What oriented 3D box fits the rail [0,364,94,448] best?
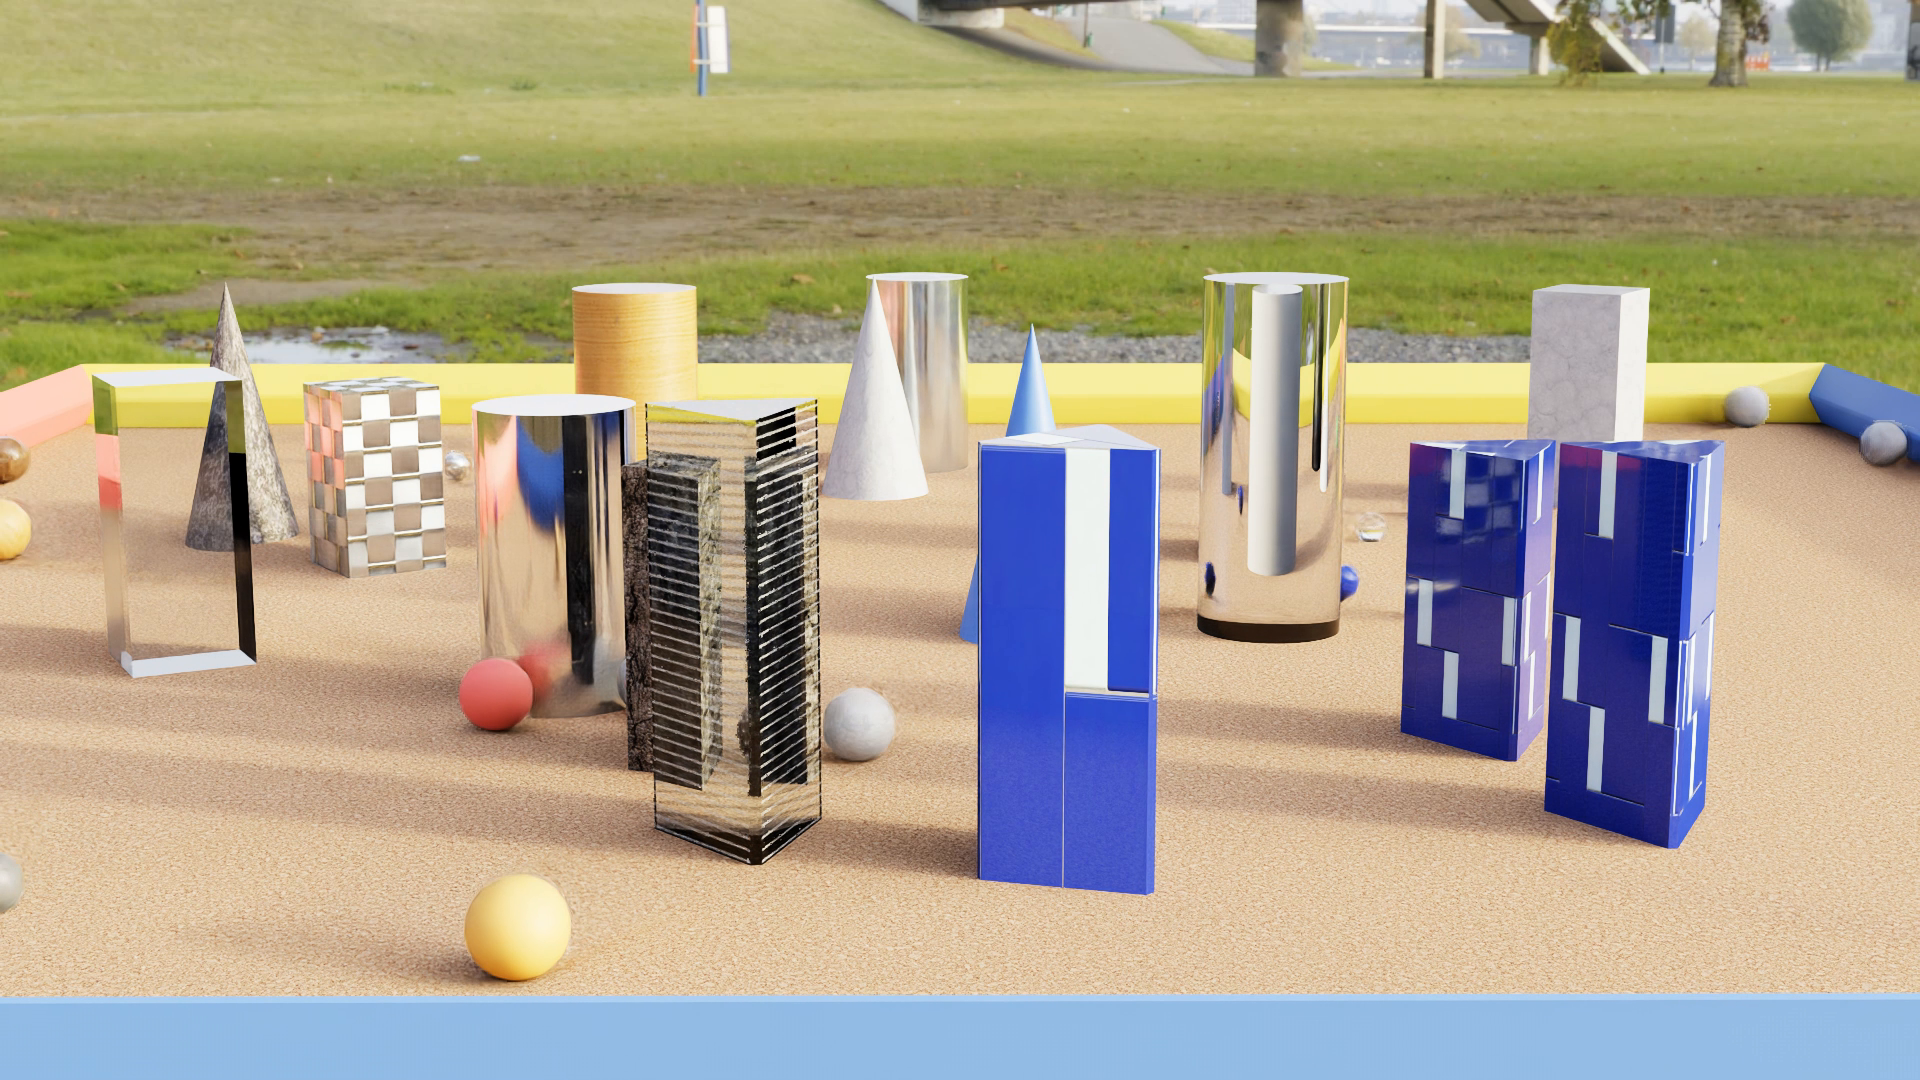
[{"bbox_3d":[-1.743,0.033,3.440,0.045,0.119,3.571,0,11,0],"label":"rail"}]

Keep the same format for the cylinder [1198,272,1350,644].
[{"bbox_3d":[0.400,-0.109,3.292,0.184,0.454,0.184,0,11,0],"label":"cylinder"}]

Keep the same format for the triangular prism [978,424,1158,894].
[{"bbox_3d":[0.111,0.102,2.320,0.159,0.397,0.138,3,11,16],"label":"triangular prism"}]

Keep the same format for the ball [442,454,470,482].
[{"bbox_3d":[-0.883,-0.128,4.492,0.049,0.049,0.049,0,11,0],"label":"ball"}]

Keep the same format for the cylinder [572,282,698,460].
[{"bbox_3d":[-0.484,-0.182,3.852,0.184,0.392,0.184,0,11,0],"label":"cylinder"}]

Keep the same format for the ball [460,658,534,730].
[{"bbox_3d":[-0.509,0.170,2.821,0.079,0.079,0.079,0,11,0],"label":"ball"}]

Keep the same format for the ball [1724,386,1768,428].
[{"bbox_3d":[1.572,-0.266,5.133,0.085,0.085,0.085,0,11,0],"label":"ball"}]

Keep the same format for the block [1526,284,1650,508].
[{"bbox_3d":[1.038,-0.237,4.246,0.147,0.355,0.147,7,12,32],"label":"block"}]

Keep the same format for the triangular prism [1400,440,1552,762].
[{"bbox_3d":[0.588,0.056,2.771,0.138,0.321,0.159,-8,13,-36],"label":"triangular prism"}]

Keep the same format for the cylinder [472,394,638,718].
[{"bbox_3d":[-0.459,0.015,2.933,0.184,0.342,0.184,0,11,0],"label":"cylinder"}]

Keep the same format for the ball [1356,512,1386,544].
[{"bbox_3d":[0.628,-0.018,3.917,0.046,0.046,0.046,0,11,0],"label":"ball"}]

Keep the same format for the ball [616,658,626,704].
[{"bbox_3d":[-0.346,0.159,2.879,0.080,0.080,0.080,0,11,0],"label":"ball"}]

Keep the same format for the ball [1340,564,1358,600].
[{"bbox_3d":[0.520,0.058,3.504,0.049,0.049,0.049,0,11,0],"label":"ball"}]

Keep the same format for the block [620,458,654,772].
[{"bbox_3d":[-0.249,0.074,2.679,0.147,0.320,0.147,4,11,21],"label":"block"}]

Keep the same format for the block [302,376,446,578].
[{"bbox_3d":[-0.850,-0.094,3.724,0.147,0.265,0.147,-7,13,-35],"label":"block"}]

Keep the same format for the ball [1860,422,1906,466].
[{"bbox_3d":[1.676,-0.175,4.658,0.081,0.081,0.081,0,11,0],"label":"ball"}]

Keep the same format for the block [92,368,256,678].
[{"bbox_3d":[-0.959,-0.025,3.131,0.147,0.349,0.147,-6,12,-28],"label":"block"}]

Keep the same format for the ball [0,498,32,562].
[{"bbox_3d":[-1.414,-0.015,3.774,0.092,0.092,0.092,0,11,0],"label":"ball"}]

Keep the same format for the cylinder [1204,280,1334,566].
[{"bbox_3d":[0.455,-0.176,3.788,0.184,0.403,0.184,0,11,0],"label":"cylinder"}]

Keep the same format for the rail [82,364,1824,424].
[{"bbox_3d":[-0.010,-0.293,5.181,3.533,0.119,0.045,0,11,0],"label":"rail"}]

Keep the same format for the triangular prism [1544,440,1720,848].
[{"bbox_3d":[0.678,0.091,2.469,0.138,0.365,0.159,-7,13,-35],"label":"triangular prism"}]

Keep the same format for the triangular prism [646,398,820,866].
[{"bbox_3d":[-0.188,0.077,2.416,0.138,0.412,0.159,-9,14,-41],"label":"triangular prism"}]

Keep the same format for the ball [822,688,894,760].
[{"bbox_3d":[-0.107,0.194,2.700,0.077,0.077,0.077,0,11,0],"label":"ball"}]

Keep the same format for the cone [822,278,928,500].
[{"bbox_3d":[-0.145,-0.266,4.354,0.184,0.371,0.184,0,11,0],"label":"cone"}]

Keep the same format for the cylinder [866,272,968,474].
[{"bbox_3d":[-0.077,-0.304,4.634,0.184,0.343,0.184,0,11,0],"label":"cylinder"}]

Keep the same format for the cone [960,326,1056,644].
[{"bbox_3d":[0.091,-0.077,3.263,0.184,0.402,0.184,0,11,0],"label":"cone"}]

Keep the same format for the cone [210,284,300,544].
[{"bbox_3d":[-1.121,-0.202,3.951,0.184,0.394,0.184,0,11,0],"label":"cone"}]

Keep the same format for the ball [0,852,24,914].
[{"bbox_3d":[-0.837,0.296,2.207,0.058,0.058,0.058,0,11,0],"label":"ball"}]

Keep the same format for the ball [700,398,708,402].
[{"bbox_3d":[-0.506,-0.253,5.135,0.059,0.059,0.059,0,11,0],"label":"ball"}]

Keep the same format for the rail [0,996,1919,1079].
[{"bbox_3d":[0.010,0.355,1.718,3.533,0.119,0.045,0,11,0],"label":"rail"}]

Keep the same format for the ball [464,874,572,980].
[{"bbox_3d":[-0.354,0.310,2.057,0.084,0.084,0.084,0,11,0],"label":"ball"}]

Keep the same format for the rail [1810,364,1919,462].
[{"bbox_3d":[1.743,0.029,3.460,0.045,0.119,3.571,0,11,0],"label":"rail"}]

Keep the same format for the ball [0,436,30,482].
[{"bbox_3d":[-1.665,-0.140,4.472,0.081,0.081,0.081,0,11,0],"label":"ball"}]
